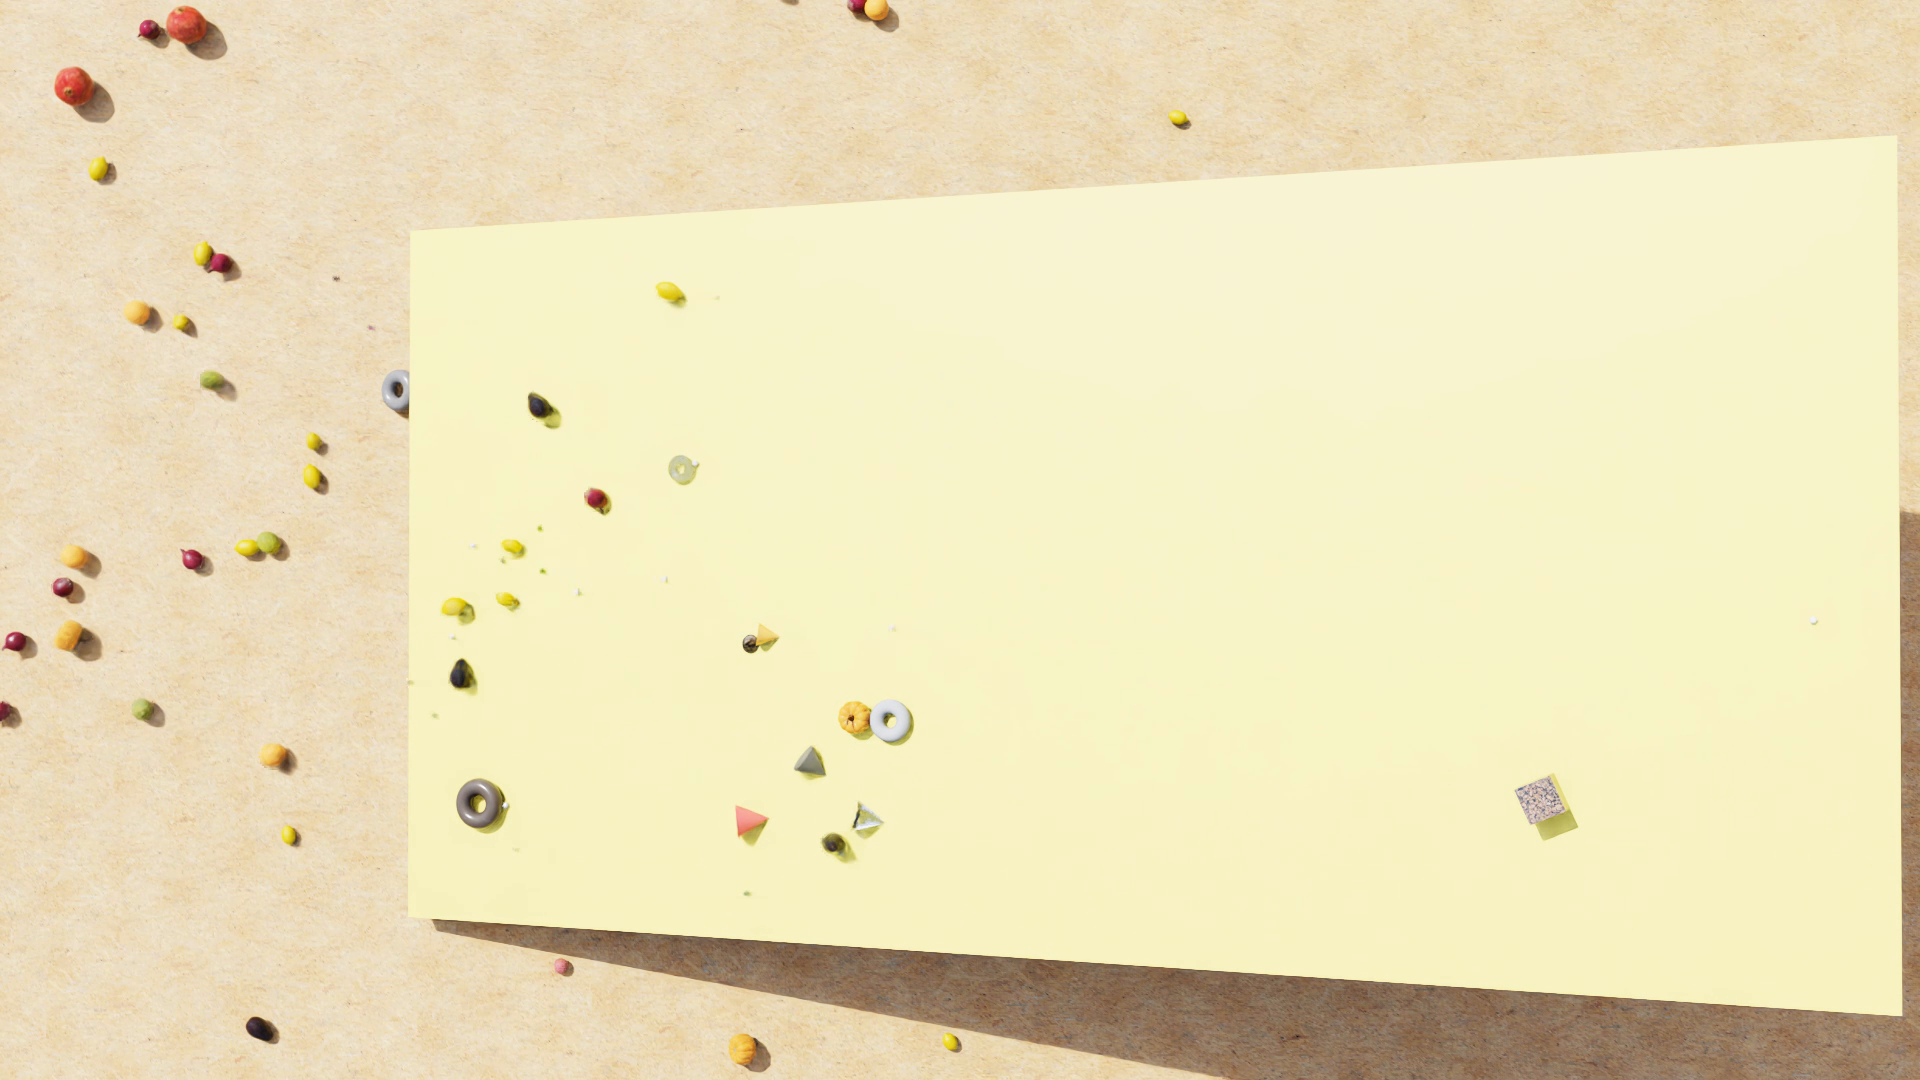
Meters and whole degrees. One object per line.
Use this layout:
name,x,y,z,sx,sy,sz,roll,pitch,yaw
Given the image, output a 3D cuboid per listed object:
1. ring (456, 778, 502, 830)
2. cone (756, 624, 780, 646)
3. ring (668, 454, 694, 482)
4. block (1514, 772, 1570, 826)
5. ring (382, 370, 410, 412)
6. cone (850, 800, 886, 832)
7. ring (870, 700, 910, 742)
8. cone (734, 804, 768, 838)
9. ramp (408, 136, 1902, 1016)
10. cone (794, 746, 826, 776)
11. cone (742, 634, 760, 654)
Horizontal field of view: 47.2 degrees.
ring,-1.375,0.754,6.291,0.148,0.049,0.148,0,90,20
cone,-0.520,0.260,5.984,0.063,0.063,0.063,8,89,-6
ring,-0.773,-0.197,6.087,0.078,0.026,0.078,1,93,23
block,1.383,0.615,5.224,0.091,0.091,0.091,-26,81,19
ring,-1.650,-0.440,6.476,0.126,0.042,0.126,0,90,27
cone,-0.240,0.745,5.865,0.088,0.088,0.088,15,89,-6
ring,-0.186,0.480,5.849,0.115,0.038,0.115,0,90,20
cone,-0.563,0.762,5.987,0.091,0.091,0.091,-5,89,-6
ramp,0.282,0.088,5.751,4.000,0.100,2.000,0,89,21
cone,-0.391,0.612,5.925,0.083,0.083,0.083,39,89,-10
cone,-0.582,0.284,5.994,0.053,0.053,0.053,0,89,21
